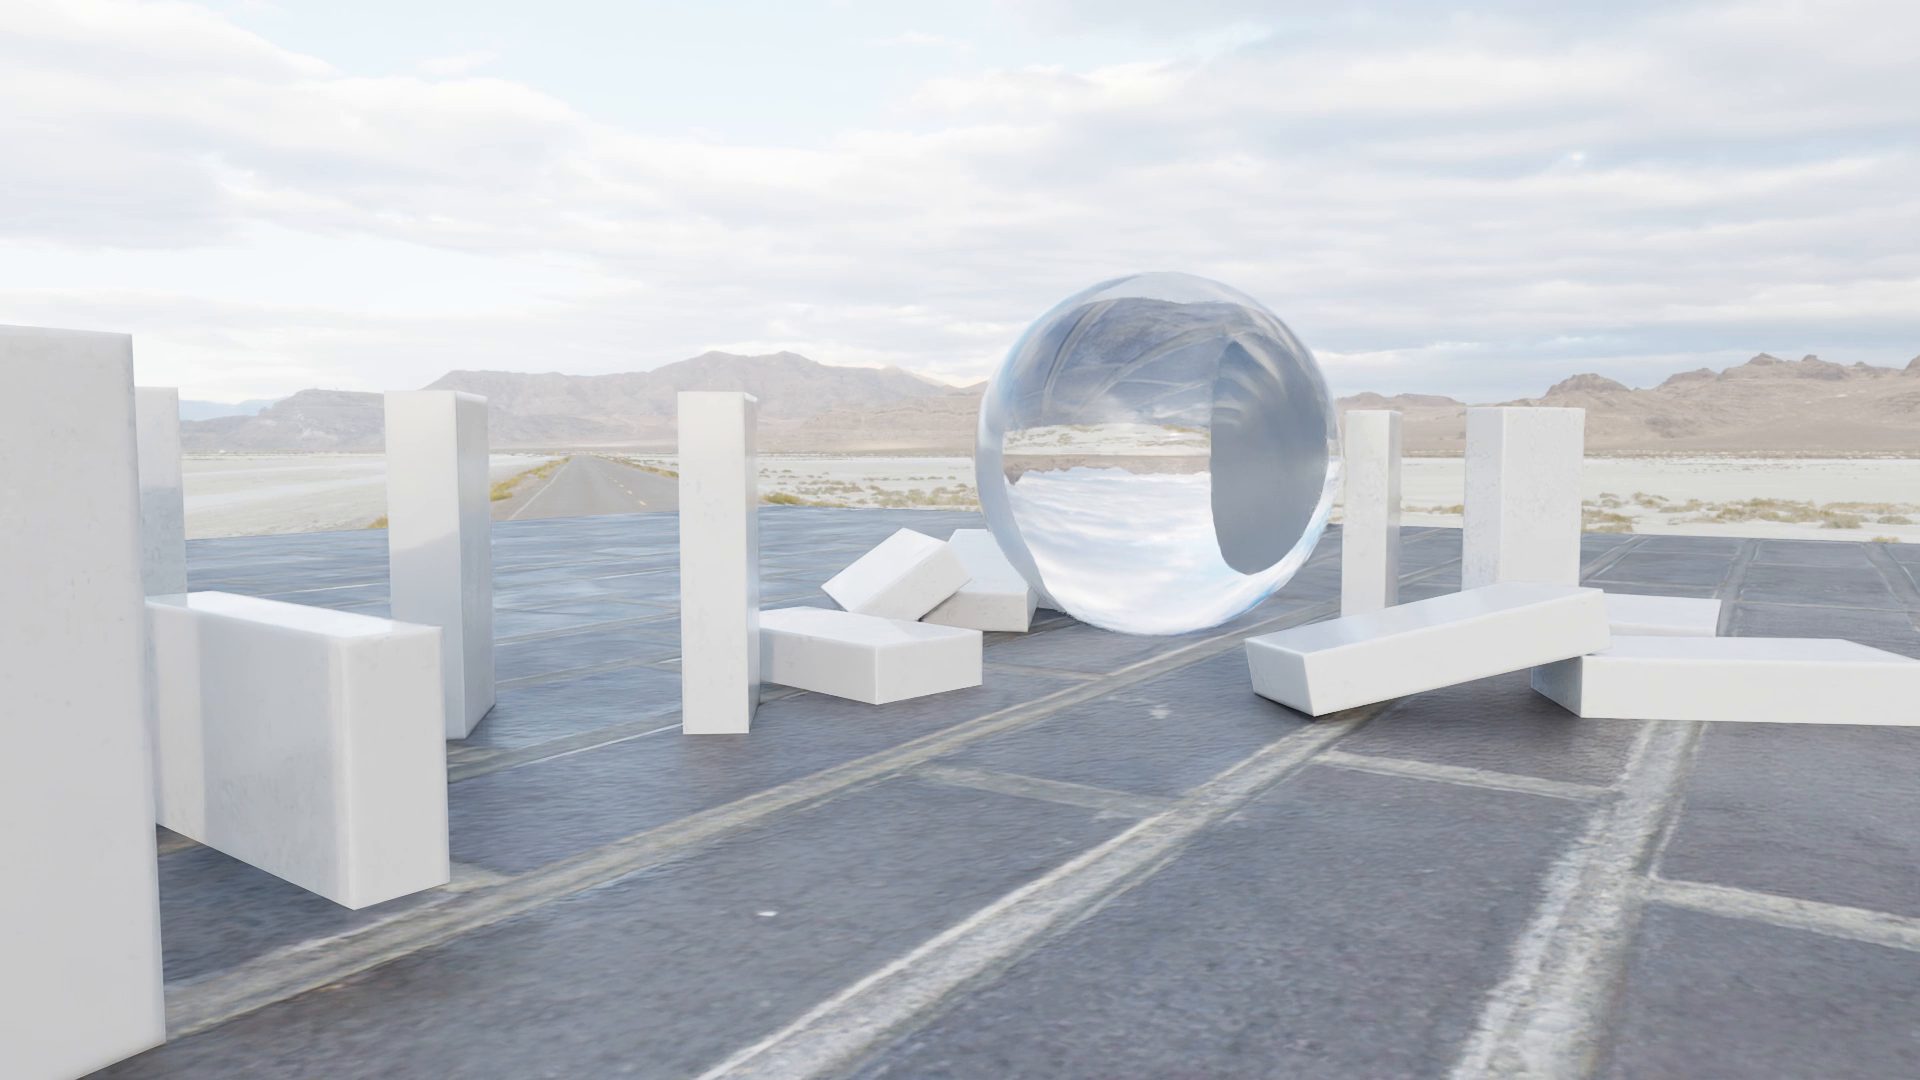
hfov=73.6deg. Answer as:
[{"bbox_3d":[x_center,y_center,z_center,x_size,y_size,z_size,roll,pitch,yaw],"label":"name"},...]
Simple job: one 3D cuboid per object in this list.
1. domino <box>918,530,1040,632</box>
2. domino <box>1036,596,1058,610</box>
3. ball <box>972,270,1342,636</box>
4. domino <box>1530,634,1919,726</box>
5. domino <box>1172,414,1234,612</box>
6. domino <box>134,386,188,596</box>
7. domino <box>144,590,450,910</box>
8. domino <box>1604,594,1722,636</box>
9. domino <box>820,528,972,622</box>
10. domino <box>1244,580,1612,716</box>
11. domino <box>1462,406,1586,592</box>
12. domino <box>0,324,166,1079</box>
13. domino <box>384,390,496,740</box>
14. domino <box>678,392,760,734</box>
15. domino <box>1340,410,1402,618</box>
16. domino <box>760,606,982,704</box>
[{"bbox_3d":[0.007,0.009,0.314,0.025,0.010,0.050,1,17,10],"label":"domino"},{"bbox_3d":[0.042,0.012,0.347,0.025,0.010,0.050,4,6,44],"label":"domino"},{"bbox_3d":[0.043,-0.019,0.283,0.080,0.080,0.080,0,4,0],"label":"ball"},{"bbox_3d":[0.123,0.022,0.209,0.050,0.009,0.025,1,4,7],"label":"domino"},{"bbox_3d":[0.064,-0.008,0.335,0.010,0.050,0.025,2,5,25],"label":"domino"},{"bbox_3d":[-0.116,0.004,0.178,0.010,0.050,0.025,-4,6,-43],"label":"domino"},{"bbox_3d":[-0.072,0.020,0.135,0.050,0.025,0.010,3,5,38],"label":"domino"},{"bbox_3d":[0.138,0.018,0.258,0.025,0.010,0.050,3,5,32],"label":"domino"},{"bbox_3d":[-0.016,0.010,0.291,0.025,0.010,0.050,-36,11,-8],"label":"domino"},{"bbox_3d":[0.075,0.017,0.210,0.050,0.009,0.025,-11,3,-8],"label":"domino"},{"bbox_3d":[0.119,-0.003,0.270,0.025,0.050,0.010,-2,5,-29],"label":"domino"},{"bbox_3d":[-0.066,0.012,0.081,0.010,0.050,0.025,2,5,27],"label":"domino"},{"bbox_3d":[-0.078,0.003,0.195,0.010,0.050,0.025,-1,4,-10],"label":"domino"},{"bbox_3d":[-0.037,0.003,0.199,0.010,0.050,0.025,0,4,-5],"label":"domino"},{"bbox_3d":[0.097,-0.005,0.301,0.010,0.050,0.025,2,5,25],"label":"domino"},{"bbox_3d":[-0.023,0.020,0.236,0.050,0.009,0.025,4,6,44],"label":"domino"}]
